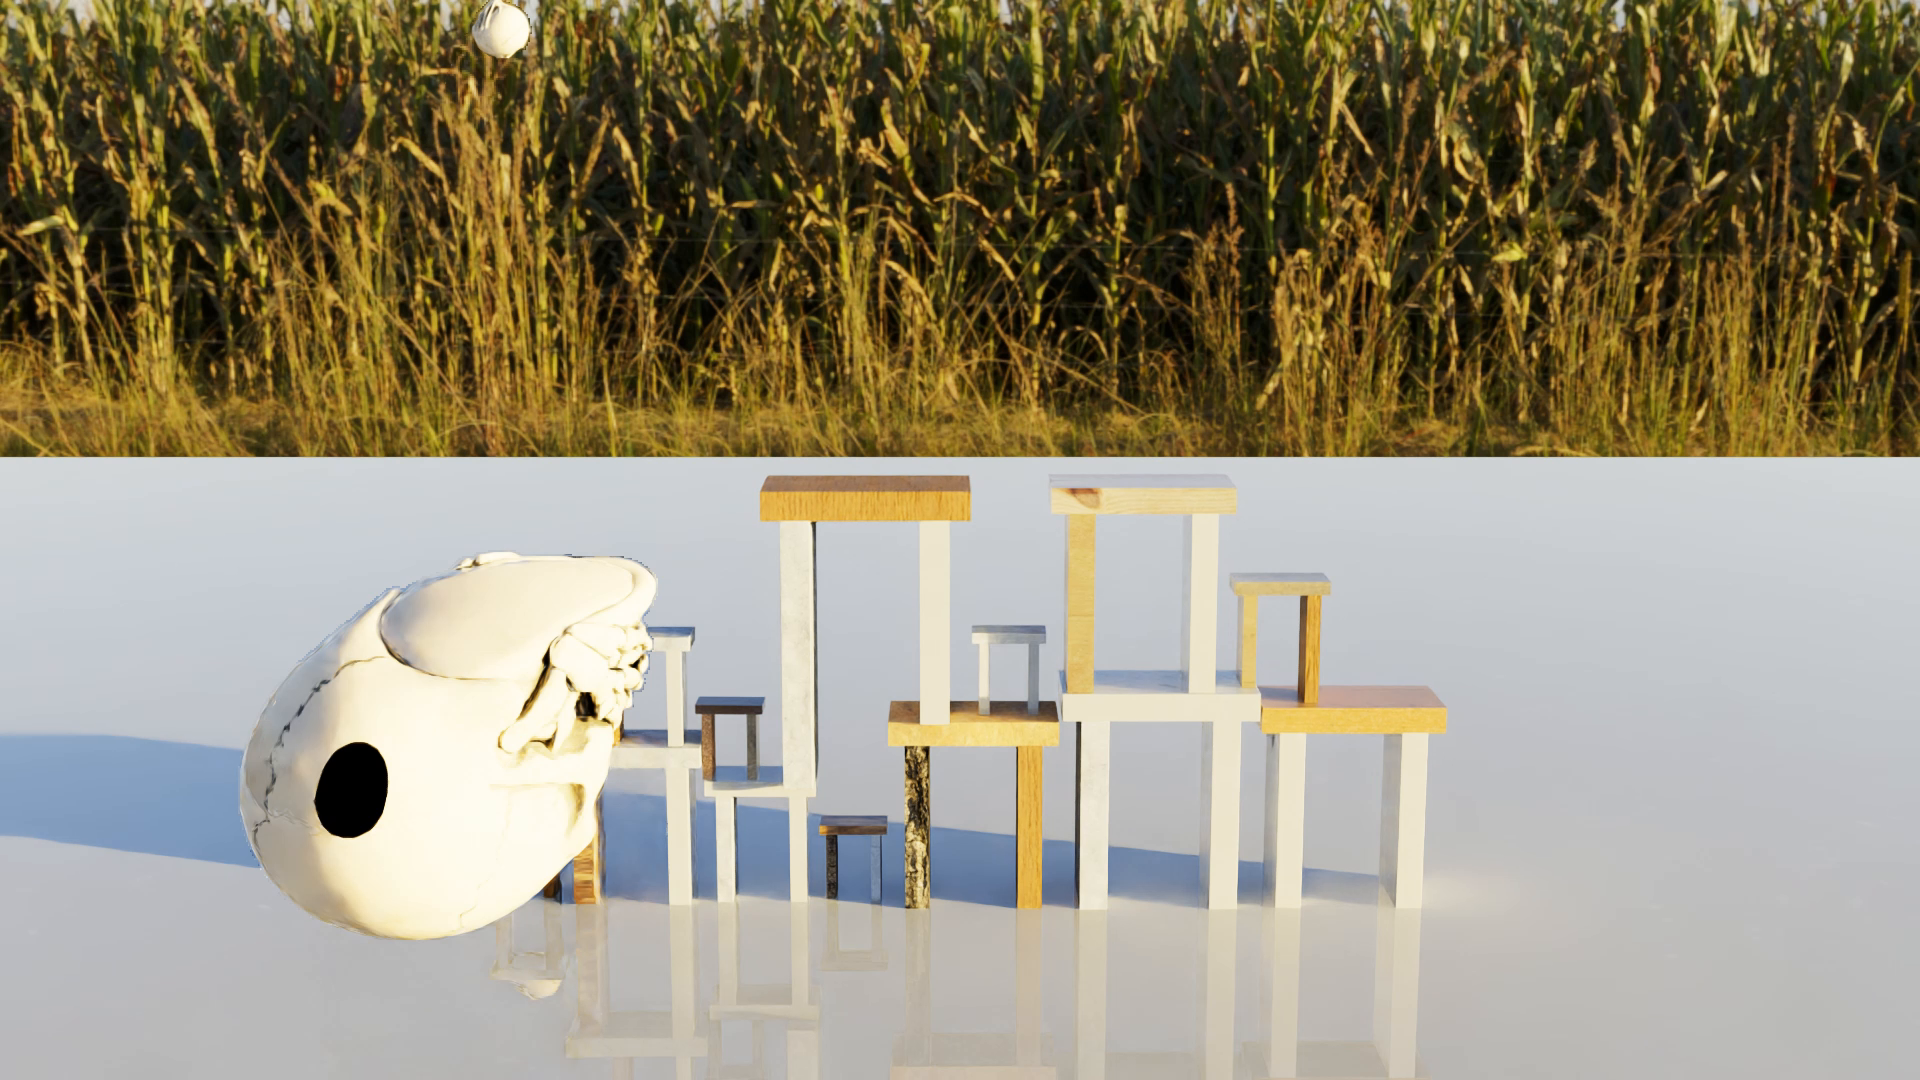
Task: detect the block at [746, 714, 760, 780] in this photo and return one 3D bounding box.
[{"bbox_3d":[-0.340,0.333,3.618,0.016,0.110,0.055,0,11,0],"label":"block"}]

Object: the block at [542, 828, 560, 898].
[{"bbox_3d":[-0.681,0.528,3.662,0.017,0.123,0.062,0,11,0],"label":"block"}]

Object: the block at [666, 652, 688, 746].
[{"bbox_3d":[-0.463,0.251,3.603,0.023,0.159,0.080,0,11,0],"label":"block"}]

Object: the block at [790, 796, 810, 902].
[{"bbox_3d":[-0.266,0.500,3.657,0.026,0.181,0.090,0,11,0],"label":"block"}]

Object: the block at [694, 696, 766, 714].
[{"bbox_3d":[-0.376,0.271,3.607,0.110,0.016,0.055,0,11,1],"label":"block"}]

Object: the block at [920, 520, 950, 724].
[{"bbox_3d":[-0.040,0.118,3.580,0.047,0.332,0.166,0,11,0],"label":"block"}]

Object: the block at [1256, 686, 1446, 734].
[{"bbox_3d":[0.636,0.277,3.616,0.296,0.042,0.148,0,11,0],"label":"block"}]

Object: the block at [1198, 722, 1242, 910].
[{"bbox_3d":[0.430,0.433,3.643,0.045,0.318,0.159,0,11,0],"label":"block"}]

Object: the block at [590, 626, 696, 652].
[{"bbox_3d":[-0.517,0.161,3.586,0.159,0.023,0.080,0,11,0],"label":"block"}]

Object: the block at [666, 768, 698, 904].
[{"bbox_3d":[-0.461,0.475,3.651,0.033,0.233,0.117,0,11,0],"label":"block"}]

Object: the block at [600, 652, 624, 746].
[{"bbox_3d":[-0.570,0.251,3.603,0.023,0.159,0.080,0,11,0],"label":"block"}]

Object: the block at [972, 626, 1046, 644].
[{"bbox_3d":[0.080,0.154,3.591,0.120,0.017,0.060,0,11,0],"label":"block"}]

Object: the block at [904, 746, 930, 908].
[{"bbox_3d":[-0.070,0.455,3.640,0.039,0.275,0.138,0,11,0],"label":"block"}]

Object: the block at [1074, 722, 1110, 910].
[{"bbox_3d":[0.218,0.433,3.643,0.045,0.318,0.159,0,11,0],"label":"block"}]

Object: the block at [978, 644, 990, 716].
[{"bbox_3d":[0.040,0.221,3.604,0.017,0.120,0.060,0,11,0],"label":"block"}]

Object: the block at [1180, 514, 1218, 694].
[{"bbox_3d":[0.388,0.089,3.577,0.041,0.292,0.146,0,11,0],"label":"block"}]

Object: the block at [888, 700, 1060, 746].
[{"bbox_3d":[0.022,0.301,3.611,0.275,0.039,0.138,0,11,0],"label":"block"}]

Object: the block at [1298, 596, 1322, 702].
[{"bbox_3d":[0.571,0.170,3.591,0.022,0.179,0.077,0,11,0],"label":"block"}]

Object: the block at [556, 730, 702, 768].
[{"bbox_3d":[-0.539,0.344,3.627,0.233,0.033,0.117,0,11,0],"label":"block"}]

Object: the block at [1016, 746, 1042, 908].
[{"bbox_3d":[0.114,0.455,3.640,0.039,0.275,0.138,0,11,0],"label":"block"}]

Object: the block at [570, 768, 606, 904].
[{"bbox_3d":[-0.616,0.475,3.651,0.033,0.233,0.117,0,11,0],"label":"block"}]

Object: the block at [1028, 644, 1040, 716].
[{"bbox_3d":[0.120,0.221,3.604,0.017,0.120,0.060,0,11,0],"label":"block"}]

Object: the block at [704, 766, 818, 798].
[{"bbox_3d":[-0.327,0.399,3.636,0.181,0.026,0.090,0,11,0],"label":"block"}]

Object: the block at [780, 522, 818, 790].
[{"bbox_3d":[-0.261,0.171,3.587,0.047,0.440,0.166,0,11,0],"label":"block"}]

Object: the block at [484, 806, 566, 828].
[{"bbox_3d":[-0.722,0.459,3.650,0.123,0.017,0.062,0,11,0],"label":"block"}]

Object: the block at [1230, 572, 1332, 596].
[{"bbox_3d":[0.519,0.071,3.573,0.154,0.022,0.077,0,11,0],"label":"block"}]

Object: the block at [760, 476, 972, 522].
[{"bbox_3d":[-0.150,-0.068,3.544,0.332,0.047,0.166,0,11,-1],"label":"block"}]

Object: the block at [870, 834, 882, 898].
[{"bbox_3d":[-0.139,0.535,3.661,0.016,0.111,0.055,0,11,0],"label":"block"}]

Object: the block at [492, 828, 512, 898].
[{"bbox_3d":[-0.763,0.528,3.662,0.017,0.123,0.062,0,11,0],"label":"block"}]

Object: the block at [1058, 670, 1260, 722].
[{"bbox_3d":[0.324,0.255,3.610,0.318,0.045,0.159,0,11,0],"label":"block"}]

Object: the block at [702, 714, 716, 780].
[{"bbox_3d":[-0.414,0.333,3.618,0.016,0.110,0.055,0,11,0],"label":"block"}]

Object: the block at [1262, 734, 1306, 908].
[{"bbox_3d":[0.537,0.444,3.646,0.042,0.296,0.148,0,11,0],"label":"block"}]

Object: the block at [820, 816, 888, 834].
[{"bbox_3d":[-0.176,0.473,3.650,0.111,0.016,0.055,0,11,0],"label":"block"}]

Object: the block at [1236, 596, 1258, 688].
[{"bbox_3d":[0.468,0.158,3.589,0.022,0.154,0.077,0,11,0],"label":"block"}]

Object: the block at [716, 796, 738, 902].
[{"bbox_3d":[-0.387,0.500,3.657,0.026,0.181,0.090,0,11,0],"label":"block"}]

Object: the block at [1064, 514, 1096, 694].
[{"bbox_3d":[0.193,0.089,3.577,0.041,0.293,0.146,0,11,0],"label":"block"}]

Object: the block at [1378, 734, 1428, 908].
[{"bbox_3d":[0.734,0.444,3.646,0.042,0.296,0.148,0,11,0],"label":"block"}]

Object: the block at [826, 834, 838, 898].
[{"bbox_3d":[-0.213,0.535,3.661,0.016,0.111,0.055,0,11,0],"label":"block"}]

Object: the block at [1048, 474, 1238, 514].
[{"bbox_3d":[0.291,-0.075,3.547,0.292,0.041,0.146,0,11,0],"label":"block"}]
